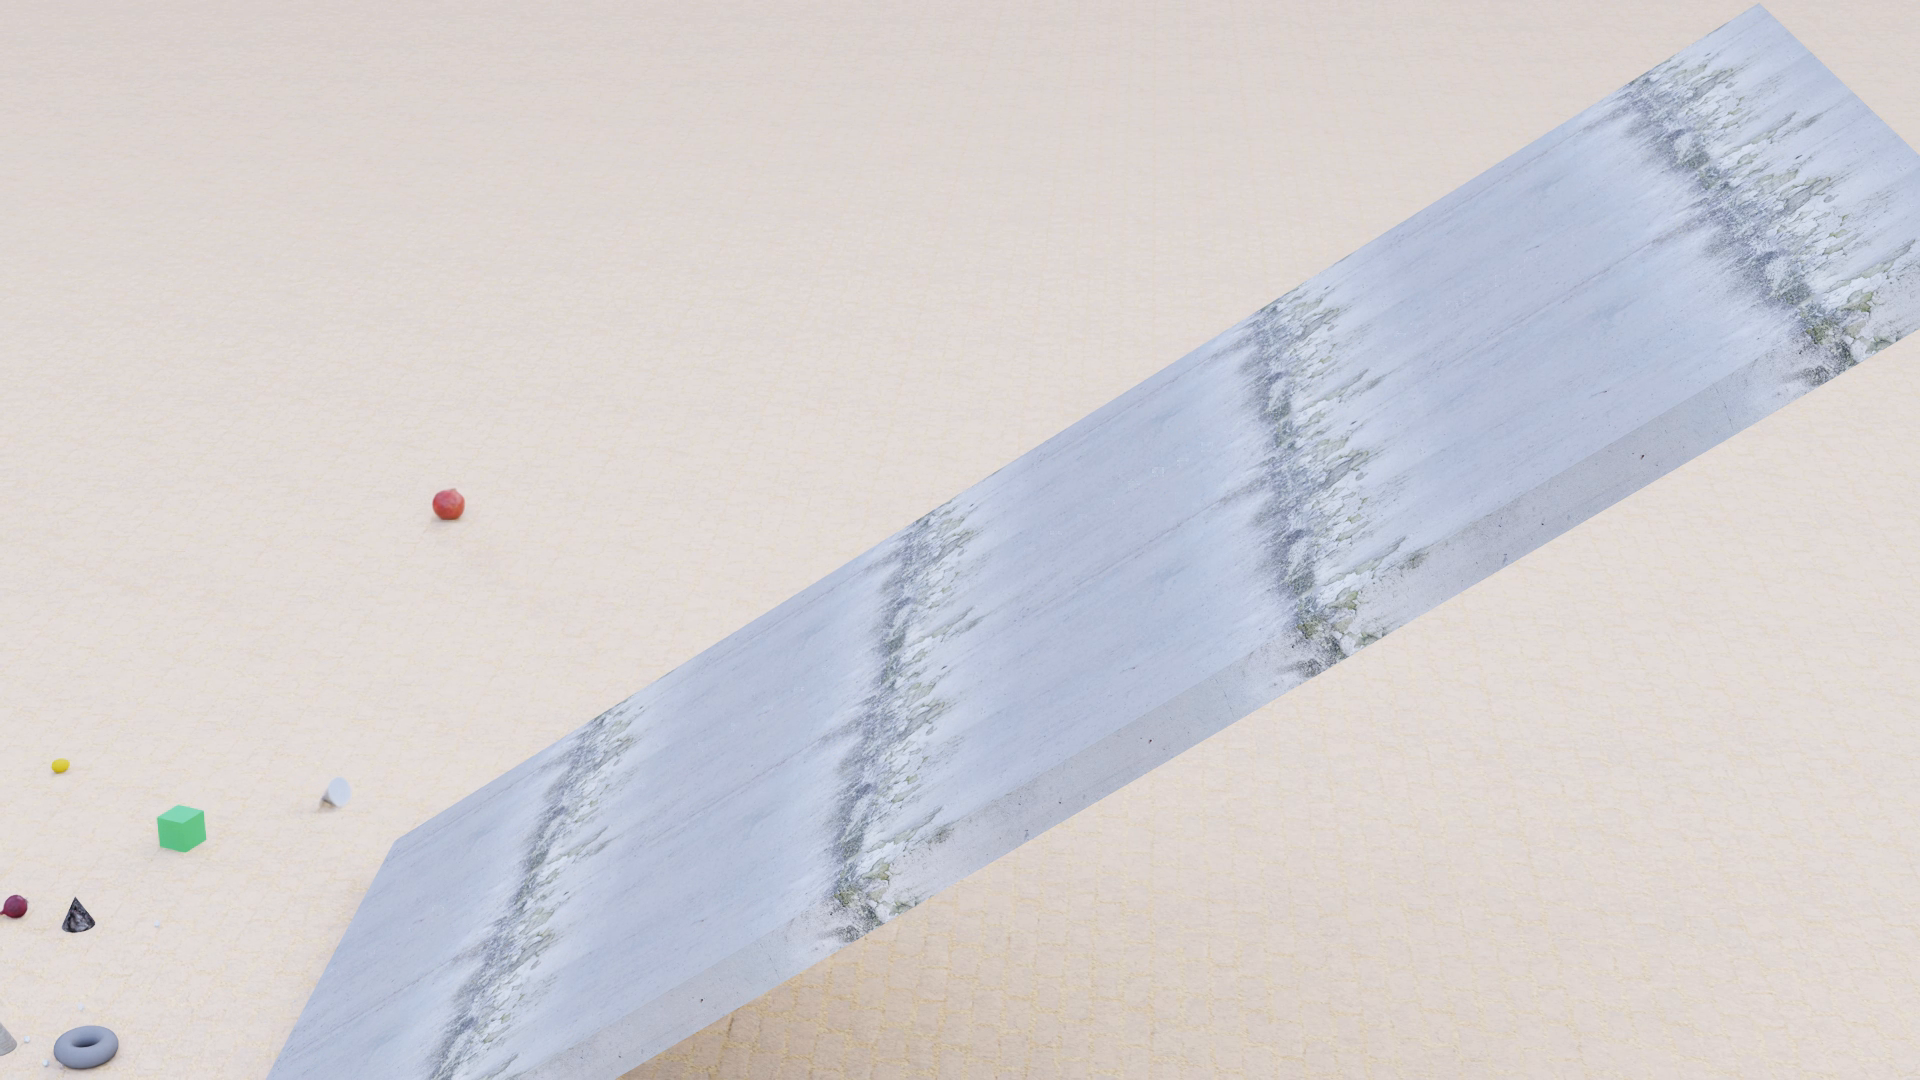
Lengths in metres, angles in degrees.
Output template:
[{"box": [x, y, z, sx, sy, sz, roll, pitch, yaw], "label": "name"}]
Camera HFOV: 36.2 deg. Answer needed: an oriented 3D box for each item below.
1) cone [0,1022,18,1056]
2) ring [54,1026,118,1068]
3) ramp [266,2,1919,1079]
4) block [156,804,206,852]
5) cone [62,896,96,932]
[{"box": [-2.258, 1.143, 6.872, 0.096, 0.096, 0.096, 0, 21, 0], "label": "cone"}, {"box": [-2.033, 1.180, 6.844, 0.146, 0.049, 0.146, 1, 22, 0], "label": "ring"}, {"box": [0.138, 0.172, 6.299, 4.000, 0.100, 2.000, -31, 16, 14], "label": "ramp"}, {"box": [-2.082, 0.772, 7.868, 0.087, 0.087, 0.087, 9, 23, 24], "label": "block"}, {"box": [-2.233, 0.937, 7.437, 0.083, 0.083, 0.083, 0, 21, 0], "label": "cone"}]
